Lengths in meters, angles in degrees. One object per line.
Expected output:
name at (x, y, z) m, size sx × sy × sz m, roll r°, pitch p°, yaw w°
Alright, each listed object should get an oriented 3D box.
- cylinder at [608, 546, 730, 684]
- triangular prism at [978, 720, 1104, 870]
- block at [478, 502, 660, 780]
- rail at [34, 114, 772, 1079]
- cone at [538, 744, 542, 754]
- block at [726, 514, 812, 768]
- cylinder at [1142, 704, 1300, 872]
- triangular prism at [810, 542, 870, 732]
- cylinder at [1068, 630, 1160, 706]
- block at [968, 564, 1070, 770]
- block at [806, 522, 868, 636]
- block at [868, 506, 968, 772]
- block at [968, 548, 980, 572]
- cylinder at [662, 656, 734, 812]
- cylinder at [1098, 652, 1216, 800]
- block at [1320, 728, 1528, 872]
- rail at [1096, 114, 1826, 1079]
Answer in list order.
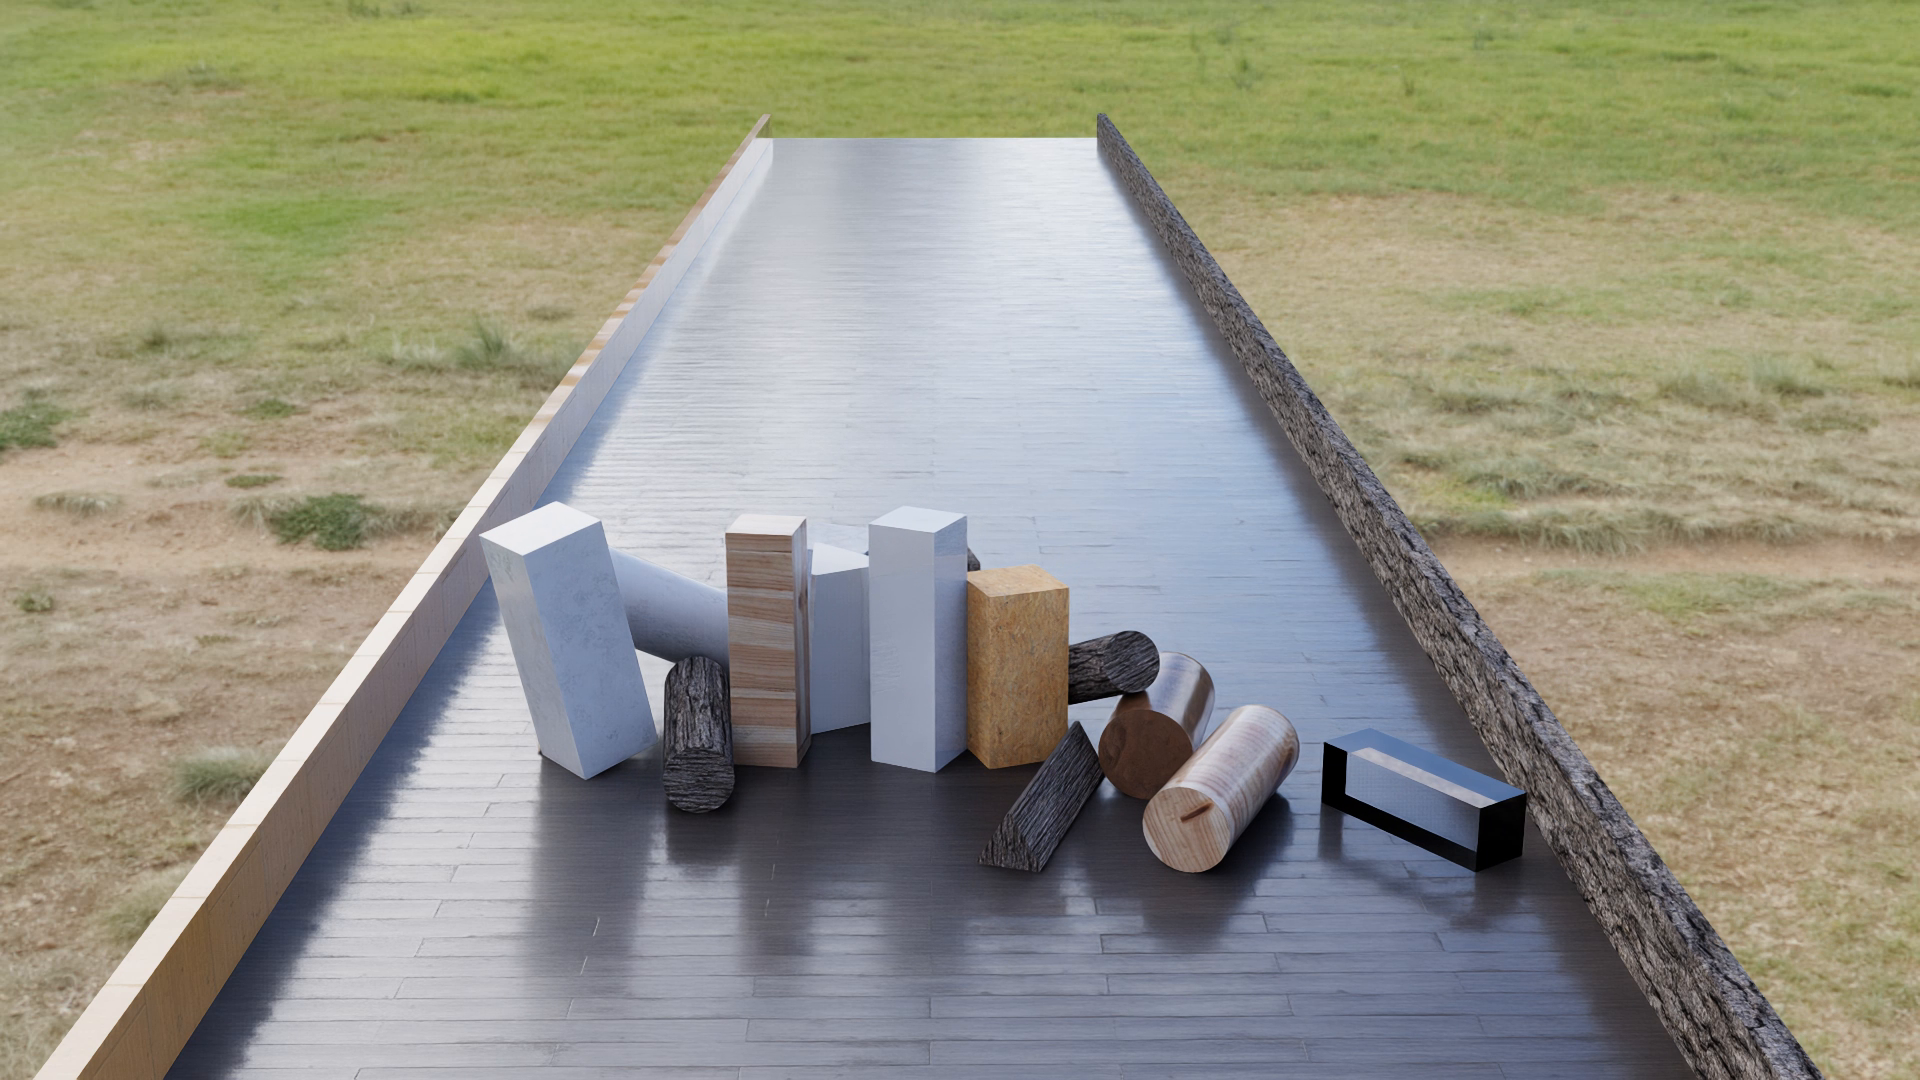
cylinder at (-0.559, 0.141, 4.181) m, size 0.383 × 0.164 × 0.164 m, roll 23°, pitch 3°, yaw -31°
triangular prism at (0.141, 0.416, 3.661) m, size 0.105 × 0.091 × 0.422 m, roll 5°, pitch 17°, yaw 17°
block at (-0.678, 0.175, 3.830) m, size 0.154 × 0.438 × 0.154 m, roll -27°, pitch 29°, yaw -32°
rail at (-1.118, -0.838, 7.780) m, size 0.050 × 0.150 × 12.000 m, roll 0°, pitch 17°, yaw -1°
cone at (-0.739, 0.300, 4.077) m, size 0.165 × 0.165 × 0.334 m, roll 2°, pitch 30°, yaw 6°
block at (-0.336, 0.178, 3.878) m, size 0.117 × 0.428 × 0.117 m, roll 2°, pitch 17°, yaw 8°
cylinder at (0.435, 0.403, 3.620) m, size 0.144 × 0.144 × 0.396 m, roll 7°, pitch 18°, yaw 23°
triangular prism at (-0.243, 0.175, 4.053) m, size 0.156 × 0.317 × 0.135 m, roll -9°, pitch 25°, yaw -31°
cylinder at (0.220, 0.238, 3.951) m, size 0.106 × 0.106 × 0.430 m, roll -6°, pitch -6°, yaw -21°
block at (0.094, 0.223, 3.917) m, size 0.150 × 0.318 × 0.150 m, roll -6°, pitch 18°, yaw -21°
block at (-0.229, 0.146, 4.188) m, size 0.167 × 0.311 × 0.167 m, roll 7°, pitch 18°, yaw 21°
block at (-0.072, 0.174, 3.873) m, size 0.127 × 0.438 × 0.127 m, roll 8°, pitch 18°, yaw 25°
block at (-0.051, 0.177, 4.079) m, size 0.150 × 0.315 × 0.150 m, roll -3°, pitch 17°, yaw -11°
cylinder at (-0.463, 0.337, 3.885) m, size 0.119 × 0.119 × 0.449 m, roll -2°, pitch 17°, yaw -7°
cylinder at (0.349, 0.321, 3.861) m, size 0.163 × 0.163 × 0.301 m, roll 4°, pitch 17°, yaw 13°
block at (0.757, 0.423, 3.613) m, size 0.110 × 0.110 × 0.343 m, roll -12°, pitch 20°, yaw -34°
rail at (0.932, -0.844, 7.801) m, size 0.050 × 0.150 × 12.000 m, roll 0°, pitch 17°, yaw -1°
